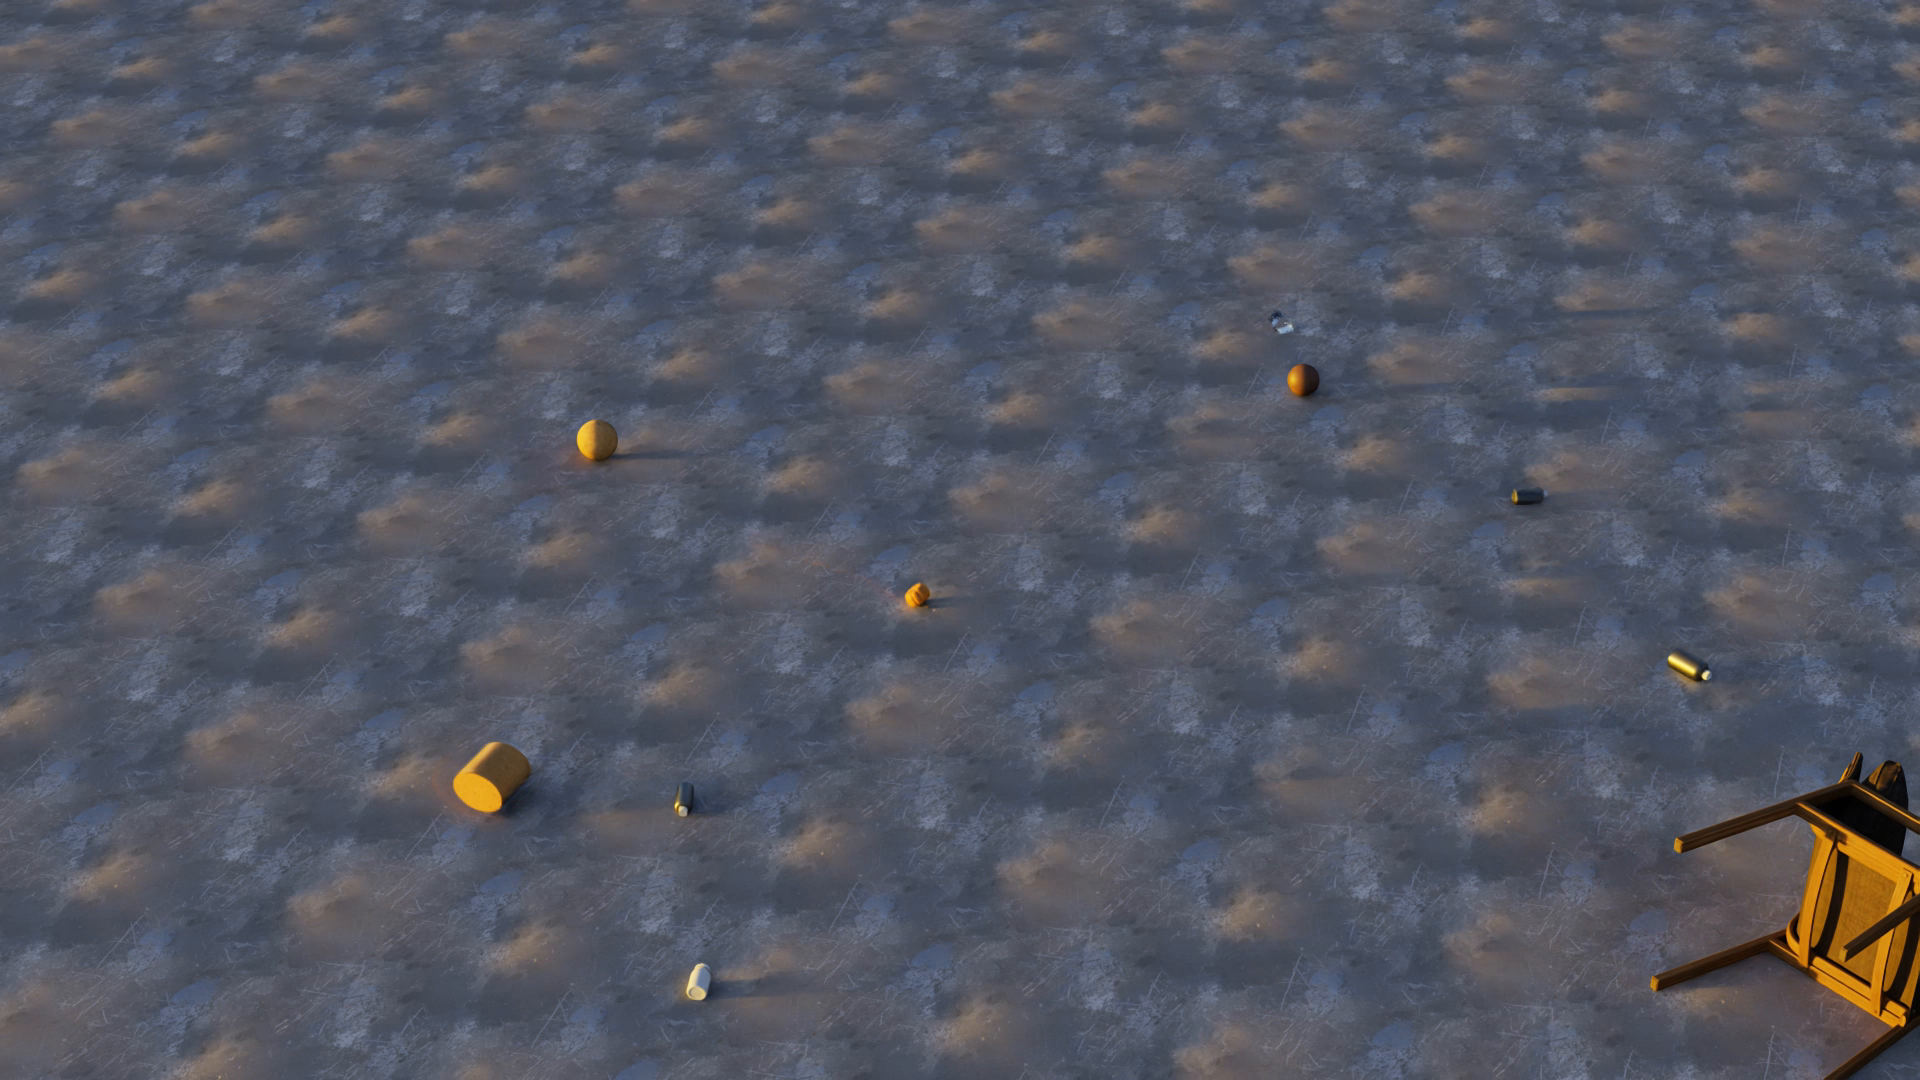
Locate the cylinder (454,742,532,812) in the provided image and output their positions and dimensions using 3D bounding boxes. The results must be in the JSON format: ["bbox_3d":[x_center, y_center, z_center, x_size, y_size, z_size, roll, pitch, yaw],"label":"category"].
[{"bbox_3d":[-1.535,0.778,9.625,0.185,0.152,0.180,15,36,20],"label":"cylinder"}]

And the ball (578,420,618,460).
[{"bbox_3d":[-1.408,-0.388,11.390,0.158,0.158,0.158,0,33,0],"label":"ball"}]
